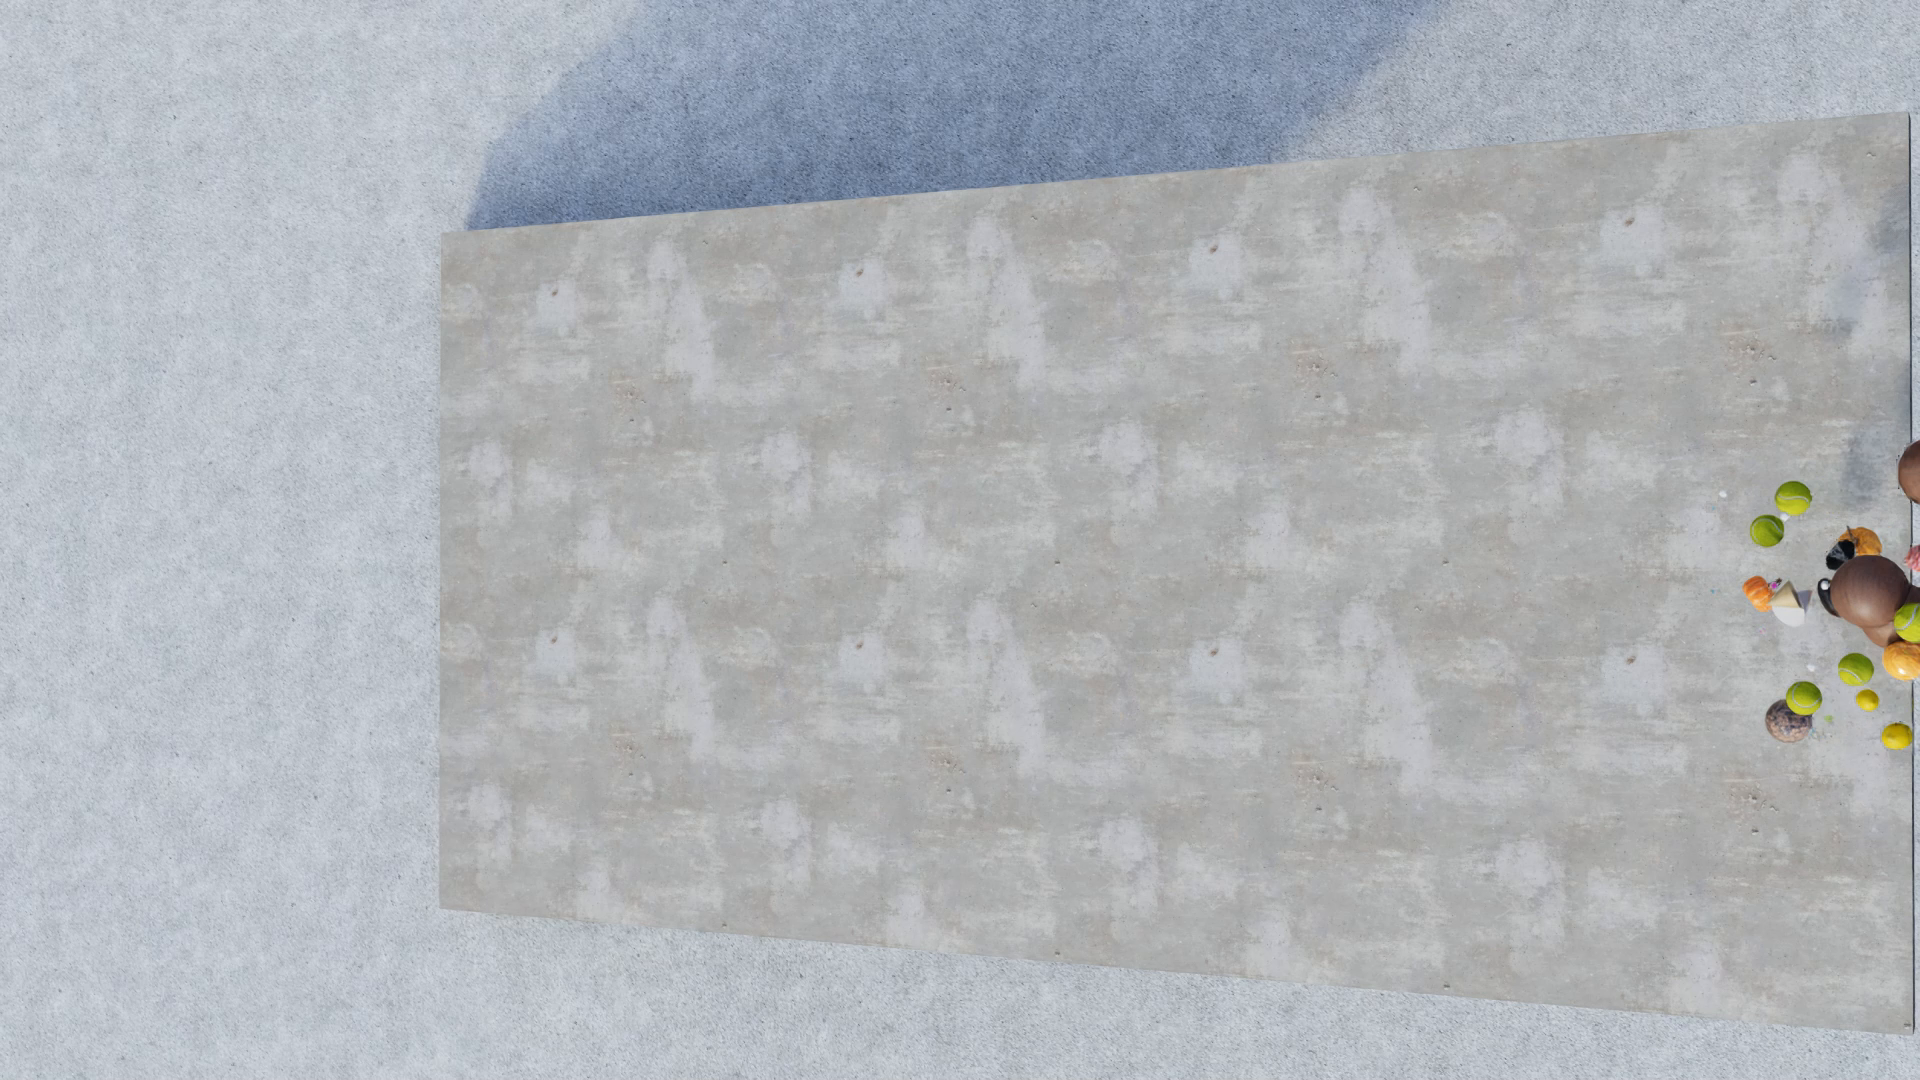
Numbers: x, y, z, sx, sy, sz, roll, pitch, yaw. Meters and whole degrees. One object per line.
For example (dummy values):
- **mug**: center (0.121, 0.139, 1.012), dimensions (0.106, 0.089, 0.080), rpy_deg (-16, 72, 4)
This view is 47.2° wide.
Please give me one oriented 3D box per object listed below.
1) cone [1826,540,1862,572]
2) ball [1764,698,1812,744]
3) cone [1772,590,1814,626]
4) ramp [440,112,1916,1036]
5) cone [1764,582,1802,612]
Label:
- **cone**: center (1.763, 0.046, 4.347), dimensions (0.067, 0.067, 0.067), rpy_deg (30, 89, -21)
- **ball**: center (1.740, 0.380, 4.616), dimensions (0.094, 0.094, 0.094), rpy_deg (0, 89, 0)
- **cone**: center (1.729, 0.122, 4.524), dimensions (0.082, 0.082, 0.082), rpy_deg (-31, 89, -23)
- **ramp**: center (0.281, 0.080, 5.677), dimensions (4.000, 0.100, 2.000), rpy_deg (0, 89, 26)
- **cone**: center (1.605, 0.117, 4.304), dimensions (0.060, 0.060, 0.060), rpy_deg (-16, 89, 35)
